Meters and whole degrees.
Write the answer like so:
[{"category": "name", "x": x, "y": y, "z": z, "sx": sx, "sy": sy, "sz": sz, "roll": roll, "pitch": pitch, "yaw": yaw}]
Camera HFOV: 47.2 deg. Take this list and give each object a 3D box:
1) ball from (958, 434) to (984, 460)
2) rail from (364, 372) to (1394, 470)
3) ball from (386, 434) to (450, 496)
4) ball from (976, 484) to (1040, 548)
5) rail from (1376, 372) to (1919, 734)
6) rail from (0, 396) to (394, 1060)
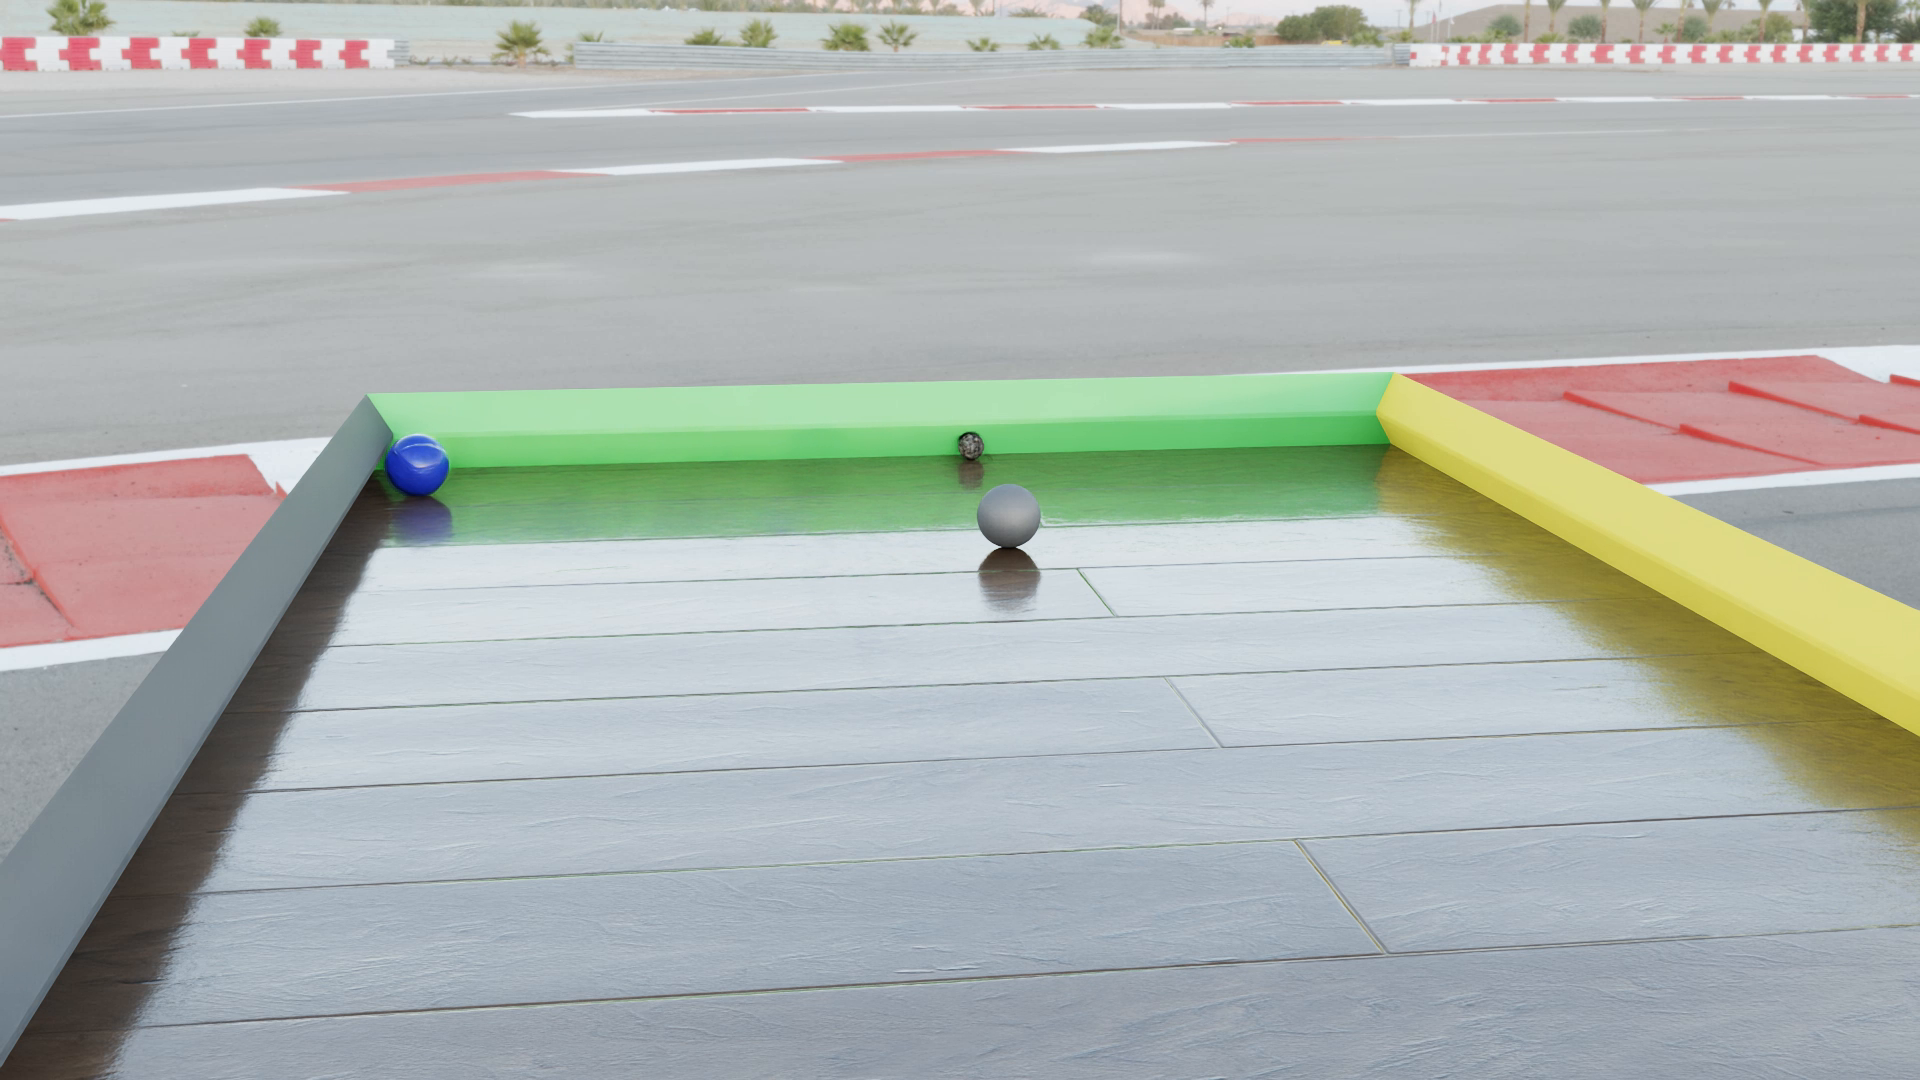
[{"category": "ball", "x": 0.018, "y": -0.153, "z": 3.610, "sx": 0.043, "sy": 0.043, "sz": 0.043, "roll": 0, "pitch": 13, "yaw": 0}, {"category": "rail", "x": -0.102, "y": -0.194, "z": 3.606, "sx": 1.701, "sy": 0.122, "sz": 0.045, "roll": -2, "pitch": 13, "yaw": -8}, {"category": "ball", "x": -0.820, "y": -0.114, "z": 3.326, "sx": 0.094, "sy": 0.094, "sz": 0.094, "roll": 0, "pitch": 13, "yaw": 0}, {"category": "ball", "x": 0.066, "y": -0.033, "z": 2.989, "sx": 0.087, "sy": 0.087, "sz": 0.087, "roll": 0, "pitch": 13, "yaw": 0}, {"category": "rail", "x": 0.924, "y": 0.117, "z": 2.262, "sx": 0.045, "sy": 0.122, "sz": 3.060, "roll": -2, "pitch": 13, "yaw": -8}, {"category": "rail", "x": -0.714, "y": 0.168, "z": 2.041, "sx": 0.045, "sy": 0.122, "sz": 3.060, "roll": -2, "pitch": 13, "yaw": -8}]
